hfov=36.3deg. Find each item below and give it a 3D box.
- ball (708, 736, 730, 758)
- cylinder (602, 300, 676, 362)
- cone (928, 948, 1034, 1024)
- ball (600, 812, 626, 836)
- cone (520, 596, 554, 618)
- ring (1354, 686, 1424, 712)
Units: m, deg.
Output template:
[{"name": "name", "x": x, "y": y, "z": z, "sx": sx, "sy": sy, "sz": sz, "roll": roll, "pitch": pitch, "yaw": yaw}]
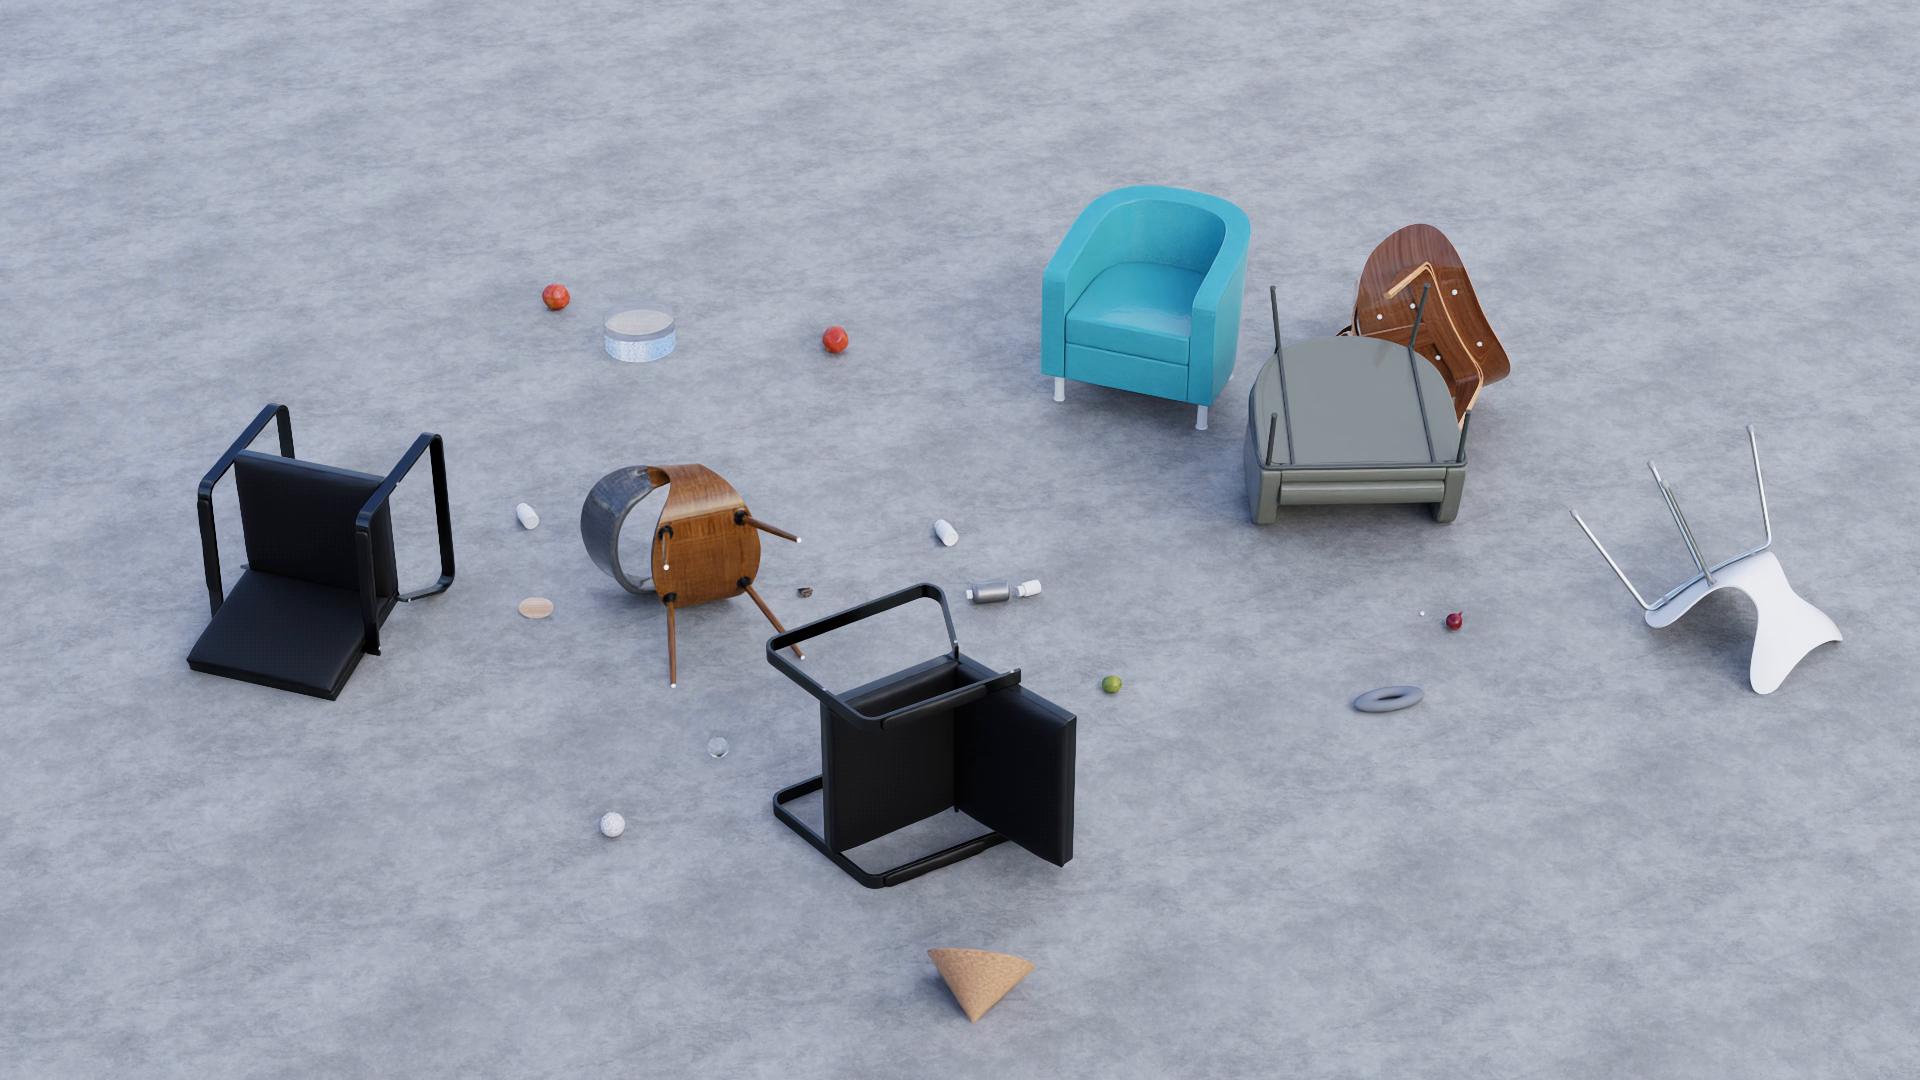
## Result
[{"name": "ball", "x": -0.809, "y": 0.693, "z": 9.825, "sx": 0.075, "sy": 0.075, "sz": 0.075, "roll": 0, "pitch": 33, "yaw": 0}, {"name": "cylinder", "x": -1.326, "y": -0.867, "z": 12.142, "sx": 0.295, "sy": 0.129, "sz": 0.300, "roll": 11, "pitch": 35, "yaw": 17}, {"name": "cone", "x": 0.049, "y": 1.352, "z": 8.782, "sx": 0.325, "sy": 0.308, "sz": 0.196, "roll": 6, "pitch": 72, "yaw": 6}, {"name": "ball", "x": -1.123, "y": 0.920, "z": 9.476, "sx": 0.080, "sy": 0.080, "sz": 0.080, "roll": 0, "pitch": 33, "yaw": 0}, {"name": "cone", "x": -1.524, "y": 0.245, "z": 10.546, "sx": 0.122, "sy": 0.077, "sz": 0.047, "roll": 0, "pitch": -6, "yaw": -8}, {"name": "ring", "x": 1.475, "y": 0.546, "z": 10.080, "sx": 0.264, "sy": 0.039, "sz": 0.108, "roll": -9, "pitch": 35, "yaw": -15}]
